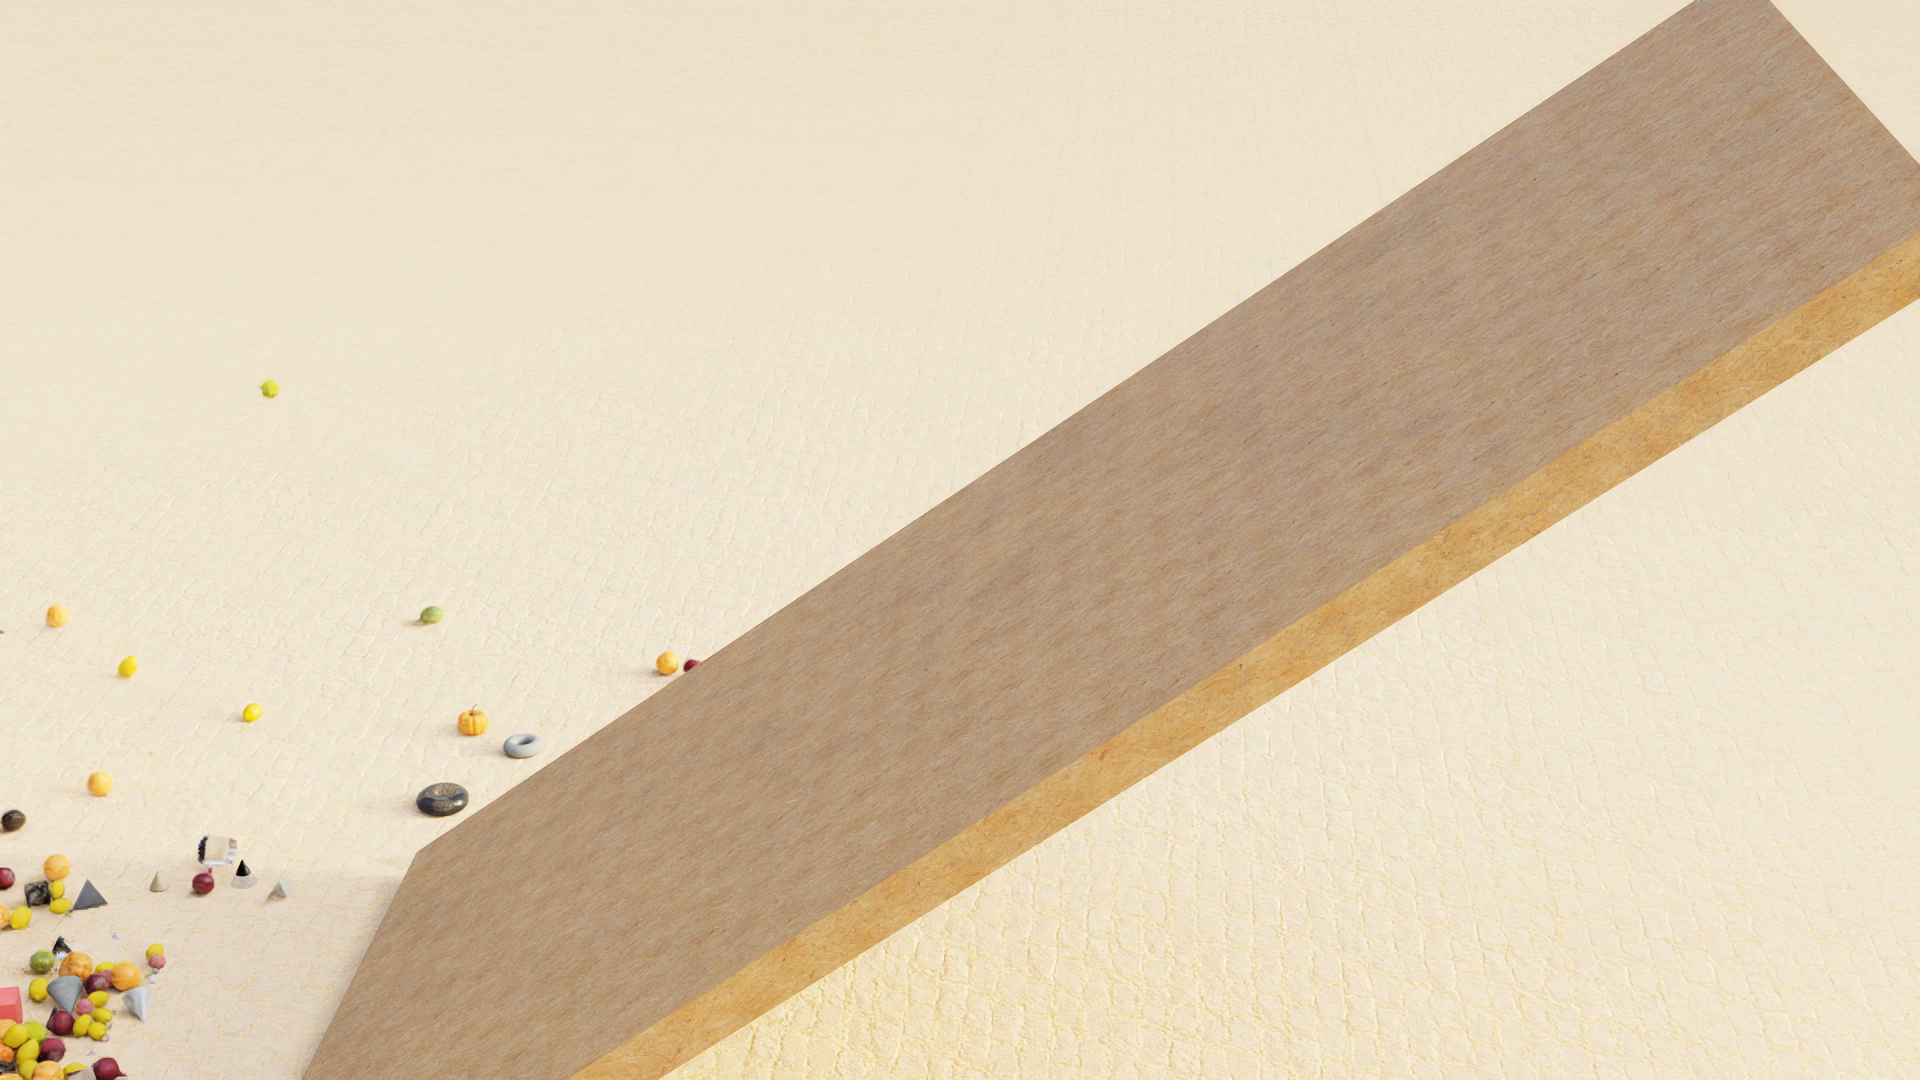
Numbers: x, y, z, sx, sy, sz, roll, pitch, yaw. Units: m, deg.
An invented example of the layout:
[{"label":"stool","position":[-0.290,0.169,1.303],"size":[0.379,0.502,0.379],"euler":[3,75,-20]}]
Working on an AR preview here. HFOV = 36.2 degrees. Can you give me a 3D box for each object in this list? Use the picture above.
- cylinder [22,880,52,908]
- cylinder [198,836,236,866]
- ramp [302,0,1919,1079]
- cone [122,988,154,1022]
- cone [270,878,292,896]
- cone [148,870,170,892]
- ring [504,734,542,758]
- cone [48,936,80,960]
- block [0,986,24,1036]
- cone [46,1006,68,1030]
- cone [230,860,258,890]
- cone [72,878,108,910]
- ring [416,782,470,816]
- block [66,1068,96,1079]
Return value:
[{"label":"cylinder","position":[-2.404,0.924,7.665],"size":[0.057,0.057,0.057],"euler":[-27,31,-21]},{"label":"cylinder","position":[-1.985,0.832,7.866],"size":[0.077,0.077,0.077],"euler":[4,22,9]},{"label":"ramp","position":[0.132,0.177,6.315],"size":[4.000,0.100,2.000],"euler":[-33,16,16]},{"label":"cone","position":[-1.991,1.143,7.154],"size":[0.078,0.078,0.078],"euler":[-9,51,-21]},{"label":"cone","position":[-1.790,0.921,7.715],"size":[0.053,0.053,0.053],"euler":[-25,20,10]},{"label":"cone","position":[-2.112,0.894,7.746],"size":[0.052,0.052,0.052],"euler":[0,22,0]},{"label":"ring","position":[-1.263,0.594,8.503],"size":[0.114,0.038,0.114],"euler":[-1,23,1]},{"label":"cone","position":[-2.252,1.039,7.418],"size":[0.067,0.067,0.067],"euler":[25,20,-10]},{"label":"block","position":[-2.314,1.139,7.098],"size":[0.085,0.085,0.085],"euler":[-4,22,-9]},{"label":"cone","position":[-2.187,1.150,7.112],"size":[0.053,0.053,0.053],"euler":[0,22,0]},{"label":"cone","position":[-1.894,0.873,7.770],"size":[0.071,0.071,0.071],"euler":[0,22,0]},{"label":"cone","position":[-2.278,0.939,7.652],"size":[0.083,0.083,0.083],"euler":[-39,37,-17]},{"label":"ring","position":[-1.438,0.721,8.177],"size":[0.147,0.049,0.147],"euler":[0,24,0]},{"label":"block","position":[-2.033,1.267,6.817],"size":[0.057,0.057,0.057],"euler":[-11,24,-25]}]
